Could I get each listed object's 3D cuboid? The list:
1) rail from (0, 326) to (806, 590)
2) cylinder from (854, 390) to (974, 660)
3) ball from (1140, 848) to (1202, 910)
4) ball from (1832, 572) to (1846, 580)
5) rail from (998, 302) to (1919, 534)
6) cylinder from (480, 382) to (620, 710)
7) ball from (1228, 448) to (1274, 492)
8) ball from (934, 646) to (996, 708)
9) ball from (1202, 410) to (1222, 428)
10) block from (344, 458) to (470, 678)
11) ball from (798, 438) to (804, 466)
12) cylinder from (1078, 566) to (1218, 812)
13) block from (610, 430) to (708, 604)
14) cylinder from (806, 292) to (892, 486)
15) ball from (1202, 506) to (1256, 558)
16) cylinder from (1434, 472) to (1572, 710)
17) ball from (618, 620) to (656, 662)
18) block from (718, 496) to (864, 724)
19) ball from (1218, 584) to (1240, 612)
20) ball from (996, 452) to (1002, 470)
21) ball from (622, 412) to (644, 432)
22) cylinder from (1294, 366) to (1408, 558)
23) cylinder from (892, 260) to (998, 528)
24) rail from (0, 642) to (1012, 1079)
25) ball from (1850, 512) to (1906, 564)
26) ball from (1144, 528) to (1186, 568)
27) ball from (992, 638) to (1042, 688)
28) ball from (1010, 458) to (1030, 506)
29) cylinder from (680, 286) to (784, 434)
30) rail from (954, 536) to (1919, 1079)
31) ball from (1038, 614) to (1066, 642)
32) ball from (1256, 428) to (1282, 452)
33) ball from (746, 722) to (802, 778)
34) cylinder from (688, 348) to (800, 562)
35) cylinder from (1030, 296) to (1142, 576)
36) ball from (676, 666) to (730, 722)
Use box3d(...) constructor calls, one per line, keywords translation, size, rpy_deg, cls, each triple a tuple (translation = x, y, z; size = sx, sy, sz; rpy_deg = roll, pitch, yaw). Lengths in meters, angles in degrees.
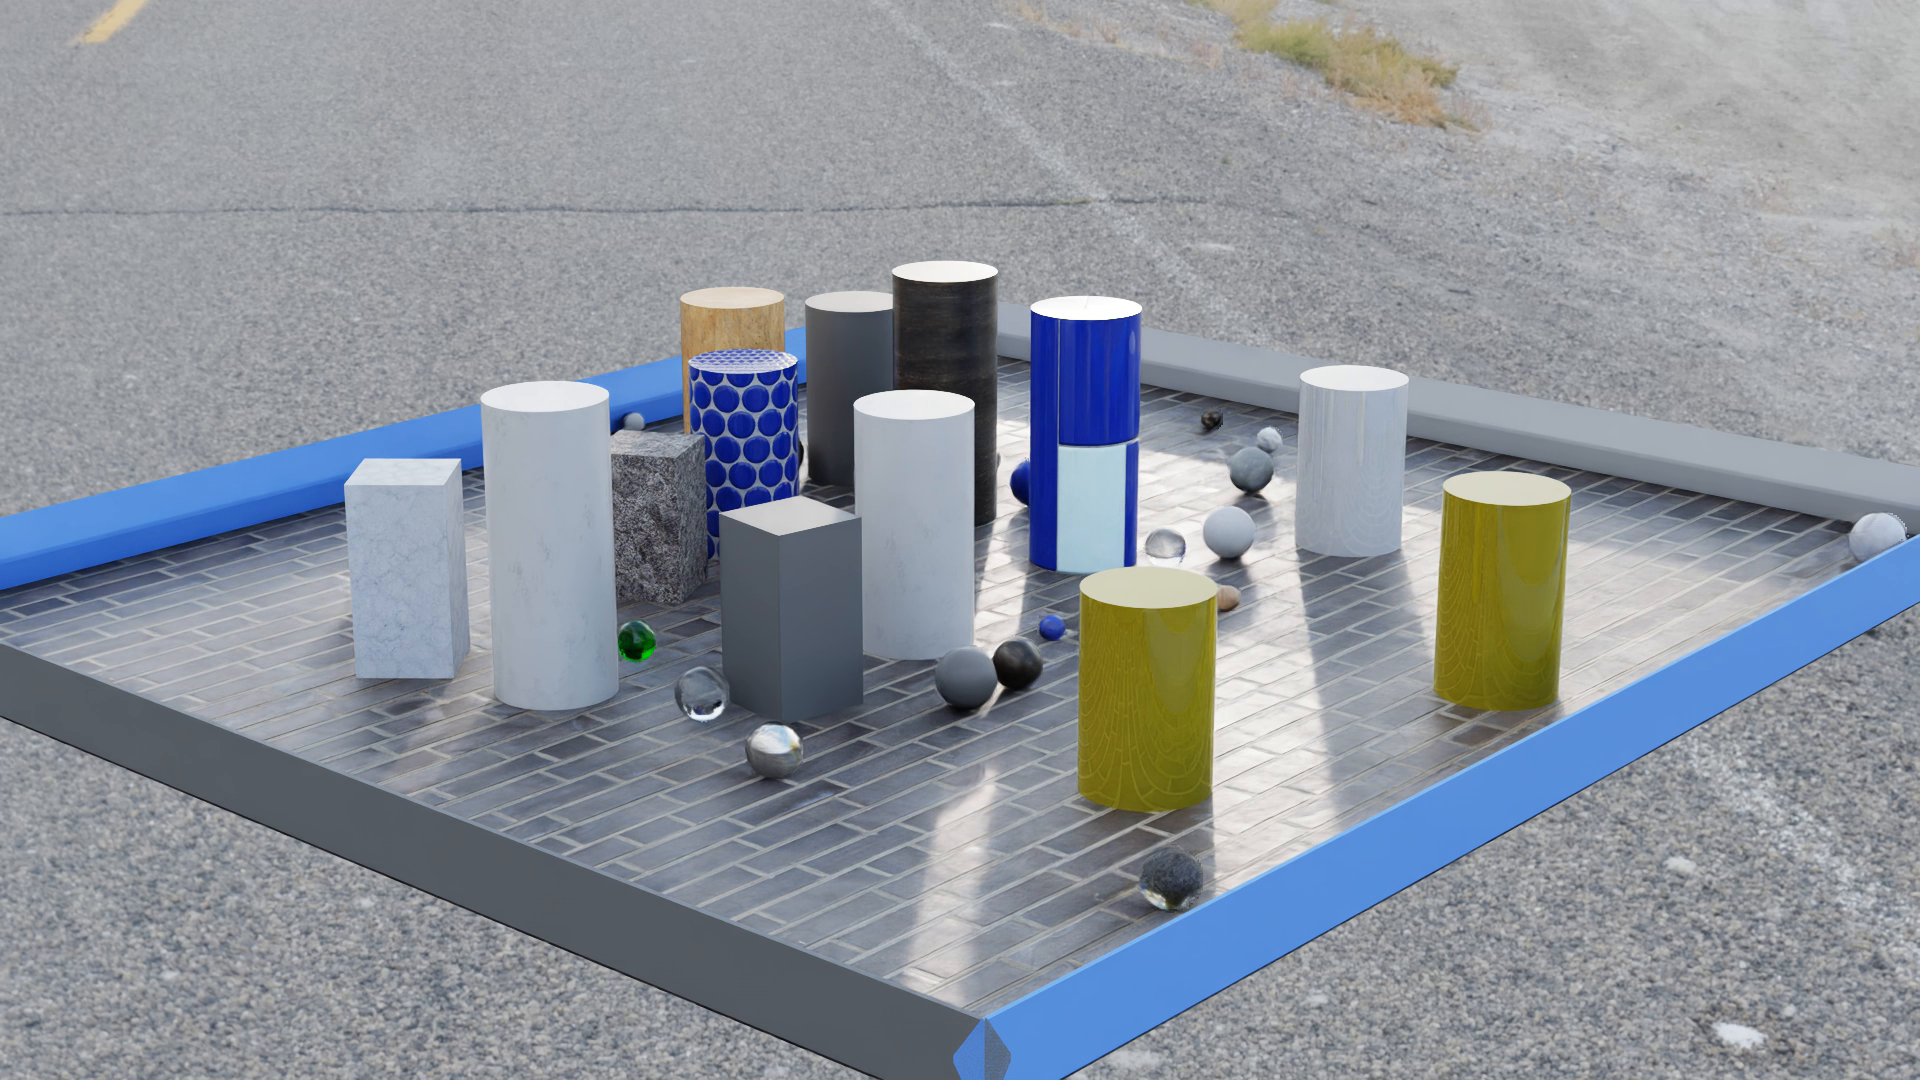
box3d(translation=(-0.957, -0.208, 5.916), size=(0.045, 0.128, 2.892), rpy_deg=(14, 22, 39), cls="rail")
box3d(translation=(-0.075, -0.026, 4.834), size=(0.197, 0.407, 0.197), rpy_deg=(0, 17, 0), cls="cylinder")
box3d(translation=(0.276, 0.444, 3.837), size=(0.082, 0.082, 0.082), rpy_deg=(0, 17, 0), cls="ball")
box3d(translation=(1.522, 0.091, 5.025), size=(0.071, 0.071, 0.071), rpy_deg=(0, 17, 0), cls="ball")
box3d(translation=(0.933, -0.278, 6.148), size=(2.583, 0.128, 0.045), rpy_deg=(14, 22, 39), cls="rail")
box3d(translation=(-0.641, 0.008, 4.594), size=(0.197, 0.480, 0.197), rpy_deg=(0, 17, 0), cls="cylinder")
box3d(translation=(0.571, -0.137, 5.755), size=(0.088, 0.088, 0.088), rpy_deg=(0, 17, 0), cls="ball")
box3d(translation=(0.009, 0.215, 4.571), size=(0.097, 0.097, 0.097), rpy_deg=(0, 17, 0), cls="ball")
box3d(translation=(0.534, -0.257, 6.233), size=(0.042, 0.042, 0.042), rpy_deg=(0, 17, 0), cls="ball")
box3d(translation=(-0.892, 0.045, 4.744), size=(0.158, 0.323, 0.158), rpy_deg=(0, 17, 0), cls="block")
box3d(translation=(-0.360, -0.173, 5.857), size=(0.097, 0.097, 0.097), rpy_deg=(0, 17, 0), cls="ball")
box3d(translation=(0.269, 0.212, 4.220), size=(0.197, 0.304, 0.197), rpy_deg=(0, 17, 0), cls="cylinder")
box3d(translation=(-0.544, -0.042, 5.139), size=(0.158, 0.262, 0.158), rpy_deg=(4, 17, 13), cls="block")
box3d(translation=(-0.207, -0.302, 5.844), size=(0.197, 0.353, 0.197), rpy_deg=(0, 17, 0), cls="cylinder")
box3d(translation=(0.489, -0.013, 5.330), size=(0.096, 0.096, 0.096), rpy_deg=(0, 17, 0), cls="ball")
box3d(translation=(0.852, 0.079, 4.614), size=(0.197, 0.333, 0.197), rpy_deg=(0, 17, 0), cls="cylinder")
box3d(translation=(-0.530, 0.165, 4.790), size=(0.067, 0.067, 0.067), rpy_deg=(0, 17, 0), cls="ball")
box3d(translation=(-0.262, 0.107, 4.568), size=(0.158, 0.305, 0.158), rpy_deg=(-13, 21, -37), cls="block")
box3d(translation=(0.458, 0.100, 5.041), size=(0.046, 0.046, 0.046), rpy_deg=(0, 17, 0), cls="ball")
box3d(translation=(0.058, -0.161, 5.899), size=(0.051, 0.051, 0.051), rpy_deg=(0, 17, 0), cls="ball")
box3d(translation=(-0.689, -0.245, 6.187), size=(0.045, 0.045, 0.045), rpy_deg=(0, 17, 0), cls="ball")
box3d(translation=(0.720, -0.146, 5.397), size=(0.197, 0.312, 0.197), rpy_deg=(0, 17, 0), cls="cylinder")
box3d(translation=(-0.028, -0.274, 5.540), size=(0.197, 0.474, 0.197), rpy_deg=(0, 17, 0), cls="cylinder")
box3d(translation=(-0.933, 0.342, 4.092), size=(2.583, 0.128, 0.045), rpy_deg=(14, 22, 39), cls="rail")
box3d(translation=(1.653, 0.001, 5.279), size=(0.098, 0.098, 0.098), rpy_deg=(0, 17, 0), cls="ball")
box3d(translation=(0.369, 0.015, 5.272), size=(0.075, 0.075, 0.075), rpy_deg=(0, 17, 0), cls="ball")
box3d(translation=(0.090, 0.196, 4.660), size=(0.081, 0.081, 0.081), rpy_deg=(0, 17, 0), cls="ball")
box3d(translation=(0.143, -0.111, 5.654), size=(0.095, 0.095, 0.095), rpy_deg=(0, 17, 0), cls="ball")
box3d(translation=(-0.432, -0.265, 5.625), size=(0.197, 0.408, 0.197), rpy_deg=(0, 17, 0), cls="cylinder")
box3d(translation=(0.957, 0.272, 4.324), size=(0.045, 0.128, 2.892), rpy_deg=(14, 22, 39), cls="rail")
box3d(translation=(0.153, 0.146, 4.889), size=(0.045, 0.045, 0.045), rpy_deg=(0, 17, 0), cls="ball")
box3d(translation=(0.636, -0.206, 6.045), size=(0.052, 0.052, 0.052), rpy_deg=(0, 17, 0), cls="ball")
box3d(translation=(-0.272, 0.307, 4.291), size=(0.082, 0.082, 0.082), rpy_deg=(0, 17, 0), cls="ball")
box3d(translation=(-0.393, -0.155, 5.355), size=(0.197, 0.353, 0.197), rpy_deg=(0, 17, 0), cls="cylinder")
box3d(translation=(0.224, -0.189, 5.270), size=(0.197, 0.466, 0.197), rpy_deg=(0, 17, 0), cls="cylinder")
box3d(translation=(-0.397, 0.237, 4.520), size=(0.085, 0.085, 0.085), rpy_deg=(0, 17, 0), cls="ball")
